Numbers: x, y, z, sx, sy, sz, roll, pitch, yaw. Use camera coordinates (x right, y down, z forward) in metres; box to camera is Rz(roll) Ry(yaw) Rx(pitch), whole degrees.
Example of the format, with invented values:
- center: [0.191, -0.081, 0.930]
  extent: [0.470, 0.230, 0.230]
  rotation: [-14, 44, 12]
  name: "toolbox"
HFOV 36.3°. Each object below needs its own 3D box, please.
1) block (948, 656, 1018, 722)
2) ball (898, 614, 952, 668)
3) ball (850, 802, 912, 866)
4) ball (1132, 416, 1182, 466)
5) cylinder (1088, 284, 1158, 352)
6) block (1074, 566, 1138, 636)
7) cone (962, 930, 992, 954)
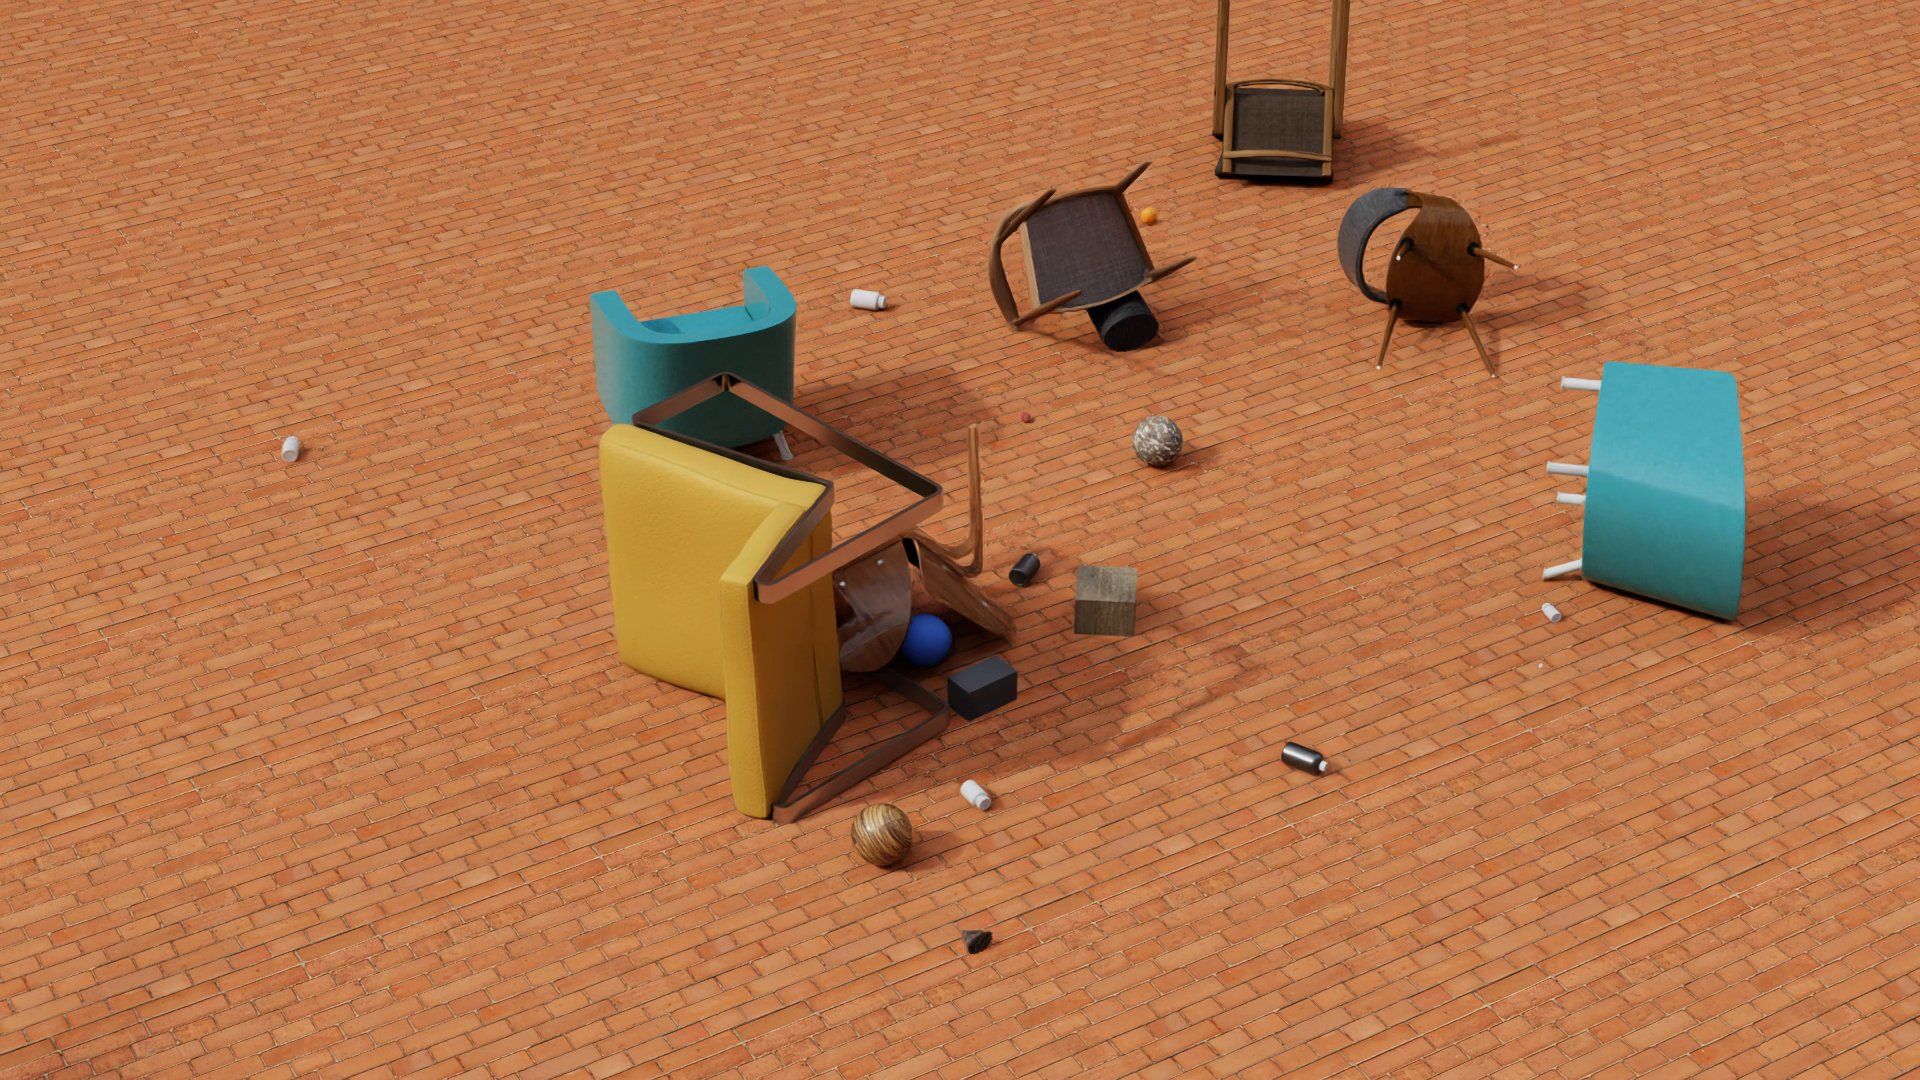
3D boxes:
- center: [0.077, 0.509, 10.062]
  extent: [0.211, 0.121, 0.118]
  rotation: [-23, 40, -31]
  name: "block"
- center: [-0.122, 0.354, 10.233]
  extent: [0.192, 0.192, 0.192]
  rotation: [0, 33, 0]
  name: "ball"
- center: [-0.249, 0.938, 9.340]
  extent: [0.199, 0.199, 0.199]
  rotation: [0, 33, 0]
  name: "ball"
- center: [0.764, -0.383, 11.348]
  extent: [0.196, 0.196, 0.196]
  rotation: [0, 33, 0]
  name: "ball"
- center: [0.676, -0.924, 12.195]
  extent: [0.235, 0.161, 0.265]
  rotation: [-19, 36, -3]
  name: "cylinder"
- center: [0.521, 0.217, 10.480]
  extent: [0.213, 0.148, 0.219]
  rotation: [3, 33, 4]
  name: "block"
- center: [0.034, 1.225, 9.058]
  extent: [0.094, 0.057, 0.114]
  rotation: [-38, 29, -16]
  name: "cone"
